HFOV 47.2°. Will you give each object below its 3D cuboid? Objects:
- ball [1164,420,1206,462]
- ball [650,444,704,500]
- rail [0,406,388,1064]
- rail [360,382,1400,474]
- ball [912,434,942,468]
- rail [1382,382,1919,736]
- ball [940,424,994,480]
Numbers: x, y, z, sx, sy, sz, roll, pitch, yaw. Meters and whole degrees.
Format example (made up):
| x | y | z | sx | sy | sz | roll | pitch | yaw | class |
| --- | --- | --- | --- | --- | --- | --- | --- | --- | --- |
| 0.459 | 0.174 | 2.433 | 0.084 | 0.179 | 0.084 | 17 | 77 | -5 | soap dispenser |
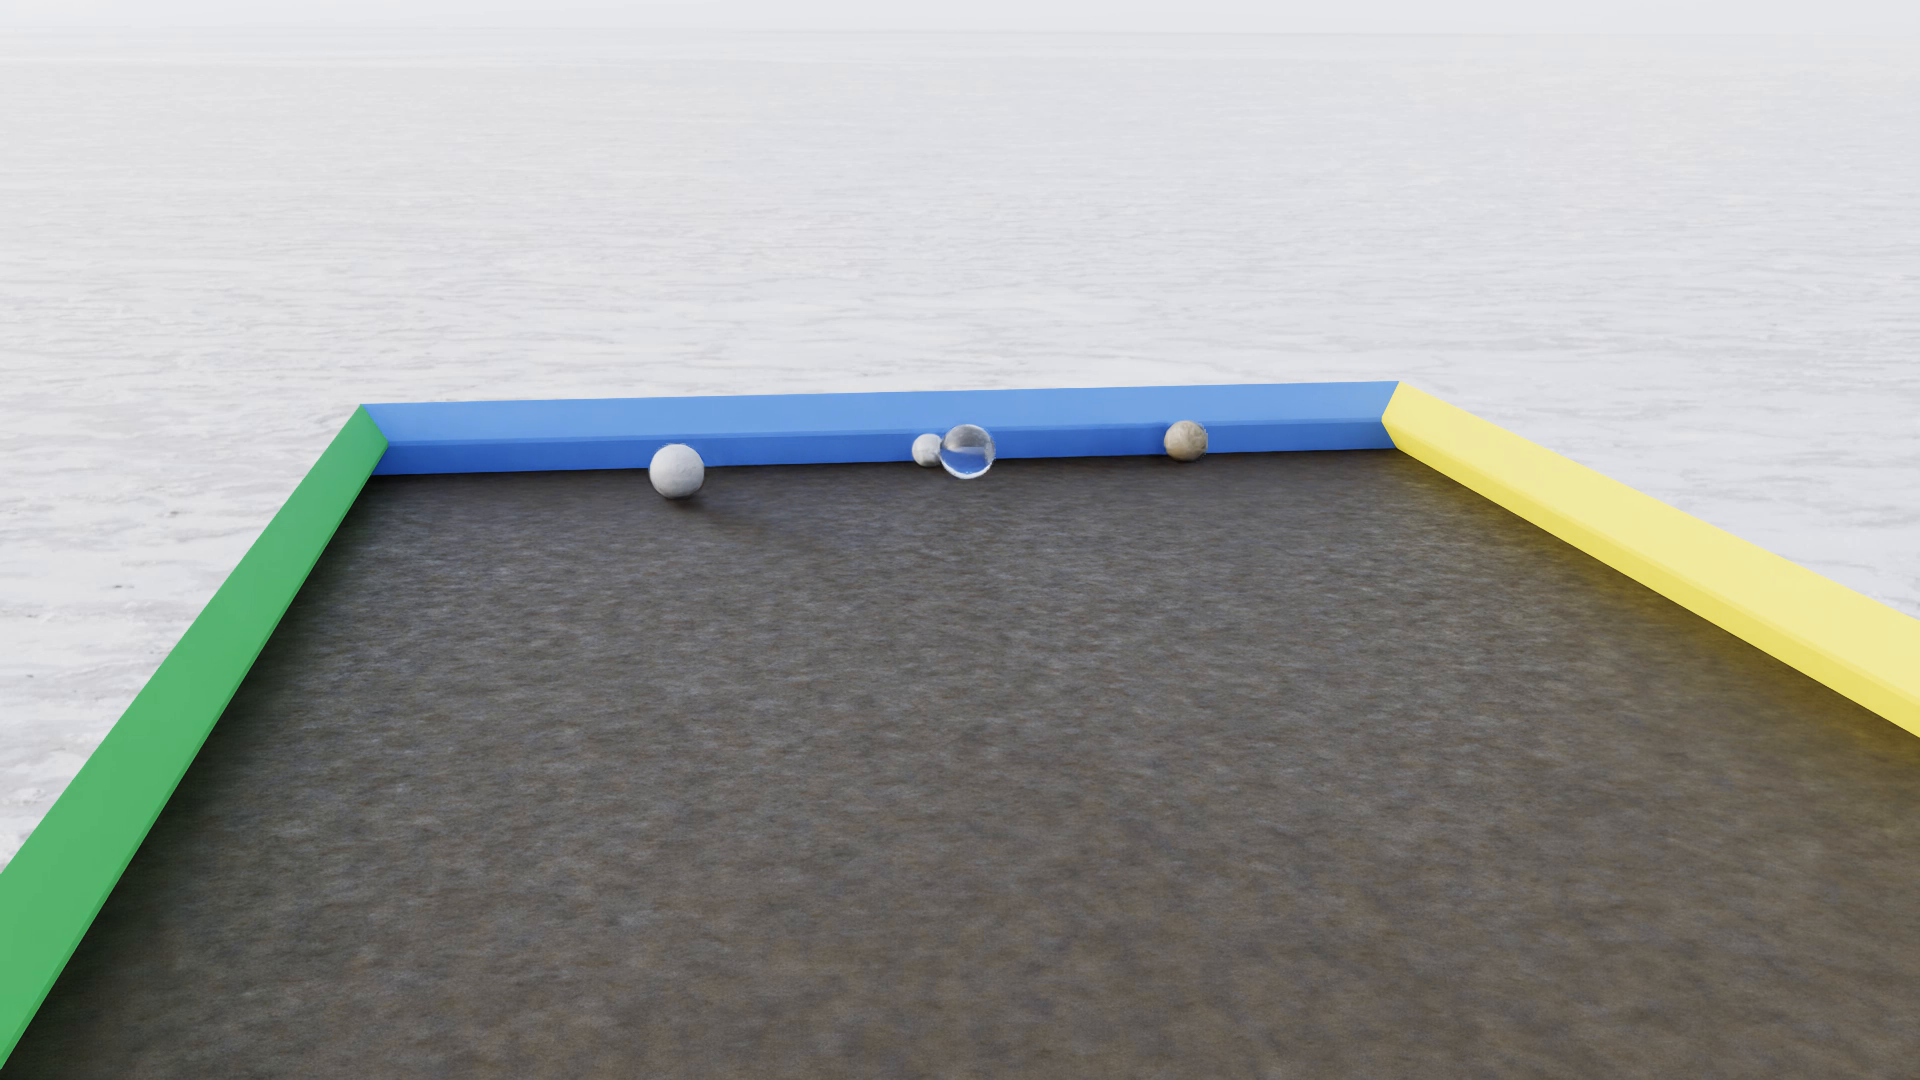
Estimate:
| x | y | z | sx | sy | sz | roll | pitch | yaw | class |
| --- | --- | --- | --- | --- | --- | --- | --- | --- | --- |
| 0.367 | -0.161 | 3.588 | 0.069 | 0.069 | 0.069 | 0 | 13 | 0 | ball |
| -0.425 | -0.103 | 3.304 | 0.083 | 0.083 | 0.083 | 0 | 13 | 0 | ball |
| -0.717 | 0.172 | 2.042 | 0.045 | 0.113 | 2.984 | -2 | 13 | -8 | rail |
| -0.100 | -0.180 | 3.570 | 1.703 | 0.113 | 0.045 | -2 | 13 | -8 | rail |
| -0.050 | -0.145 | 3.547 | 0.055 | 0.055 | 0.055 | 0 | 13 | 0 | ball |
| 0.923 | 0.121 | 2.264 | 0.045 | 0.113 | 2.984 | -2 | 13 | -8 | rail |
| 0.011 | -0.139 | 3.452 | 0.087 | 0.087 | 0.087 | 0 | 13 | 0 | ball |
